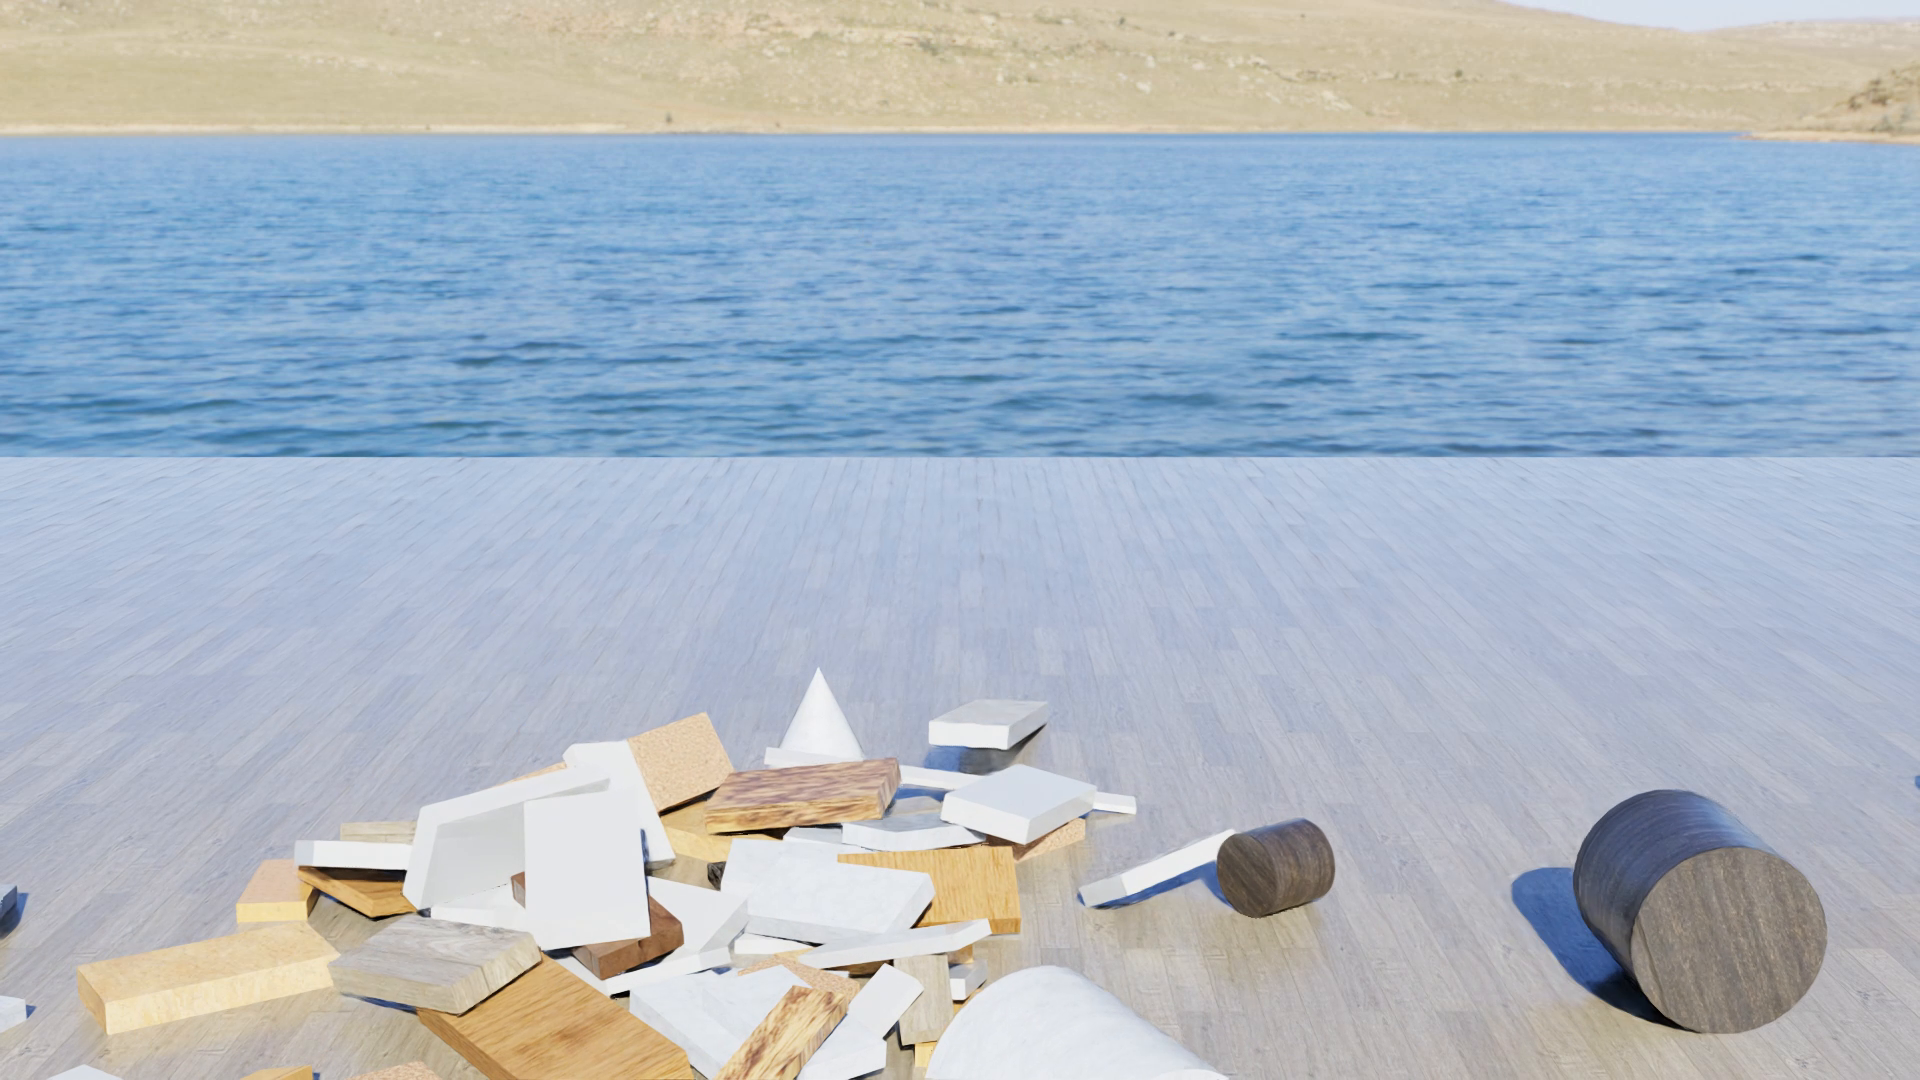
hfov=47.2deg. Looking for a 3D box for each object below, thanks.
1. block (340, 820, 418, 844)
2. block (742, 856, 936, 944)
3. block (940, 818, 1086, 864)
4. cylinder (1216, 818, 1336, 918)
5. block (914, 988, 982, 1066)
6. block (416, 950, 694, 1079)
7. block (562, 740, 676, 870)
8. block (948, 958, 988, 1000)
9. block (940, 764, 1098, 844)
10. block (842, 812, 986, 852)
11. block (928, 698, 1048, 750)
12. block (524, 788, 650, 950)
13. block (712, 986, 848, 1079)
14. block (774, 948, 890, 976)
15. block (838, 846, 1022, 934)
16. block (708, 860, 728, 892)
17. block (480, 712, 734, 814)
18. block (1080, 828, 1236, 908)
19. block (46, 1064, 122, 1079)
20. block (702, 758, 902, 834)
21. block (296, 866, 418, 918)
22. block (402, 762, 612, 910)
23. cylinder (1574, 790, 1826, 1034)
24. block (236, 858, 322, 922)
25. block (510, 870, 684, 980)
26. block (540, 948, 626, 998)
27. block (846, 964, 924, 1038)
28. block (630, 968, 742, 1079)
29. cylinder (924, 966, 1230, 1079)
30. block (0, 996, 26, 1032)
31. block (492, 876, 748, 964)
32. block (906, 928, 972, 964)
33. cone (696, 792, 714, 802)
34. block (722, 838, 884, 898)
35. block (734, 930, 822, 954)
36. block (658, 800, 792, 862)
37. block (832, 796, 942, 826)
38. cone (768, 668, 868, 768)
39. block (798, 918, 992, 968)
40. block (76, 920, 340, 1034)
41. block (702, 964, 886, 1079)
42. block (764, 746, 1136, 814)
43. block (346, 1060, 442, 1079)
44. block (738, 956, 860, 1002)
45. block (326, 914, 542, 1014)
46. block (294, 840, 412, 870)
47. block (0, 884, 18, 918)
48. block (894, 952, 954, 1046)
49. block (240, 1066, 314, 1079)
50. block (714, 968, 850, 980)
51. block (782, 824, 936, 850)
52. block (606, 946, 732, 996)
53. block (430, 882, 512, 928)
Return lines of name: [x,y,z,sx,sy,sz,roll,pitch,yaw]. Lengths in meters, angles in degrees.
block: [-0.909,0.501,3.771,0.282,0.040,0.141,-5,-7,29]
block: [-0.193,0.561,3.396,0.281,0.040,0.140,1,32,33]
block: [0.095,0.528,3.905,0.124,0.035,0.248,10,14,42]
cylinder: [0.516,0.534,3.595,0.136,0.136,0.136,-8,13,-37]
block: [-0.014,0.683,3.088,0.101,0.029,0.202,0,11,-2]
block: [-0.561,0.671,2.978,0.176,0.050,0.501,-24,22,-31]
block: [-0.589,0.459,3.794,0.119,0.238,0.034,1,-36,-46]
block: [-0.026,0.637,3.200,0.101,0.029,0.202,-1,-3,10]
block: [0.109,0.465,3.903,0.158,0.045,0.356,14,8,21]
block: [-0.076,0.500,3.758,0.119,0.034,0.238,4,1,40]
block: [0.065,0.369,4.460,0.152,0.043,0.575,3,1,10]
block: [-0.573,0.499,3.363,0.175,0.050,0.351,-6,24,-9]
block: [-0.272,0.696,2.790,0.082,0.023,0.425,5,24,23]
block: [-0.194,0.640,3.337,0.158,0.022,0.079,-4,11,-21]
block: [-0.051,0.561,3.495,0.281,0.040,0.140,-2,45,-6]
block: [-0.317,0.565,3.728,0.201,0.028,0.100,-4,11,-21]
block: [-0.618,0.439,3.872,0.040,0.141,0.562,-33,-10,36]
block: [0.330,0.540,3.622,0.248,0.035,0.124,-16,-8,-34]
block: [-1.105,0.714,2.811,0.163,0.023,0.081,7,13,33]
block: [-0.275,0.448,3.859,0.316,0.045,0.158,-7,17,14]
block: [-0.985,0.567,3.612,0.203,0.029,0.102,16,9,37]
block: [-0.728,0.474,3.550,0.048,0.168,0.337,36,31,33]
cylinder: [1.072,0.536,3.207,0.275,0.275,0.275,0,11,-1]
block: [-1.120,0.579,3.646,0.109,0.031,0.219,-1,11,-6]
block: [-0.552,0.561,3.332,0.140,0.040,0.281,-19,29,-33]
block: [-0.634,0.644,3.277,0.257,0.036,0.129,8,13,37]
block: [-0.125,0.656,3.026,0.150,0.021,0.075,-47,33,-23]
block: [-0.335,0.674,3.035,0.129,0.036,0.258,-8,20,-37]
cylinder: [0.144,0.661,2.471,0.274,0.274,0.274,-6,17,-30]
block: [-1.424,0.687,3.062,0.109,0.031,0.219,4,11,19]
block: [-0.525,0.575,3.399,0.365,0.043,0.151,8,26,22]
block: [-0.040,0.615,3.337,0.100,0.028,0.201,-1,-2,-5]
cone: [-0.494,0.413,4.193,0.157,0.157,0.157,0,11,0]
block: [-0.207,0.558,3.608,0.351,0.050,0.176,3,16,0]
block: [-0.268,0.622,3.436,0.158,0.022,0.079,0,11,2]
block: [-0.467,0.517,3.942,0.304,0.043,0.152,8,13,36]
block: [-0.143,0.511,4.000,0.238,0.034,0.119,-5,12,-24]
cone: [-0.279,0.354,4.357,0.212,0.212,0.212,0,11,0]
block: [-0.098,0.589,3.199,0.315,0.022,0.079,-16,-1,40]
block: [-1.108,0.643,3.251,0.337,0.048,0.168,-7,13,-34]
block: [-0.227,0.659,2.980,0.129,0.036,0.257,-9,20,-36]
block: [-0.017,0.448,4.097,0.696,0.013,0.047,8,19,-3]
block: [-0.826,0.733,2.838,0.306,0.023,0.081,-7,13,-35]
block: [-0.233,0.641,3.173,0.164,0.023,0.082,8,13,38]
block: [-0.756,0.605,3.151,0.302,0.043,0.151,-2,20,41]
block: [-0.934,0.520,3.610,0.282,0.040,0.141,7,-10,-28]
block: [-1.580,0.581,3.504,0.109,0.031,0.219,3,0,-14]
block: [-0.049,0.636,3.055,0.075,0.021,0.150,-8,31,-1]
block: [-0.912,0.713,2.849,0.075,0.021,0.150,-8,-1,14]
block: [-0.268,0.660,3.215,0.201,0.028,0.100,1,11,4]
block: [-0.172,0.530,3.781,0.248,0.035,0.124,8,8,7]
block: [-0.425,0.627,3.201,0.164,0.023,0.082,-19,-10,23]
block: [-0.656,0.591,3.532,0.337,0.048,0.168,1,11,8]
